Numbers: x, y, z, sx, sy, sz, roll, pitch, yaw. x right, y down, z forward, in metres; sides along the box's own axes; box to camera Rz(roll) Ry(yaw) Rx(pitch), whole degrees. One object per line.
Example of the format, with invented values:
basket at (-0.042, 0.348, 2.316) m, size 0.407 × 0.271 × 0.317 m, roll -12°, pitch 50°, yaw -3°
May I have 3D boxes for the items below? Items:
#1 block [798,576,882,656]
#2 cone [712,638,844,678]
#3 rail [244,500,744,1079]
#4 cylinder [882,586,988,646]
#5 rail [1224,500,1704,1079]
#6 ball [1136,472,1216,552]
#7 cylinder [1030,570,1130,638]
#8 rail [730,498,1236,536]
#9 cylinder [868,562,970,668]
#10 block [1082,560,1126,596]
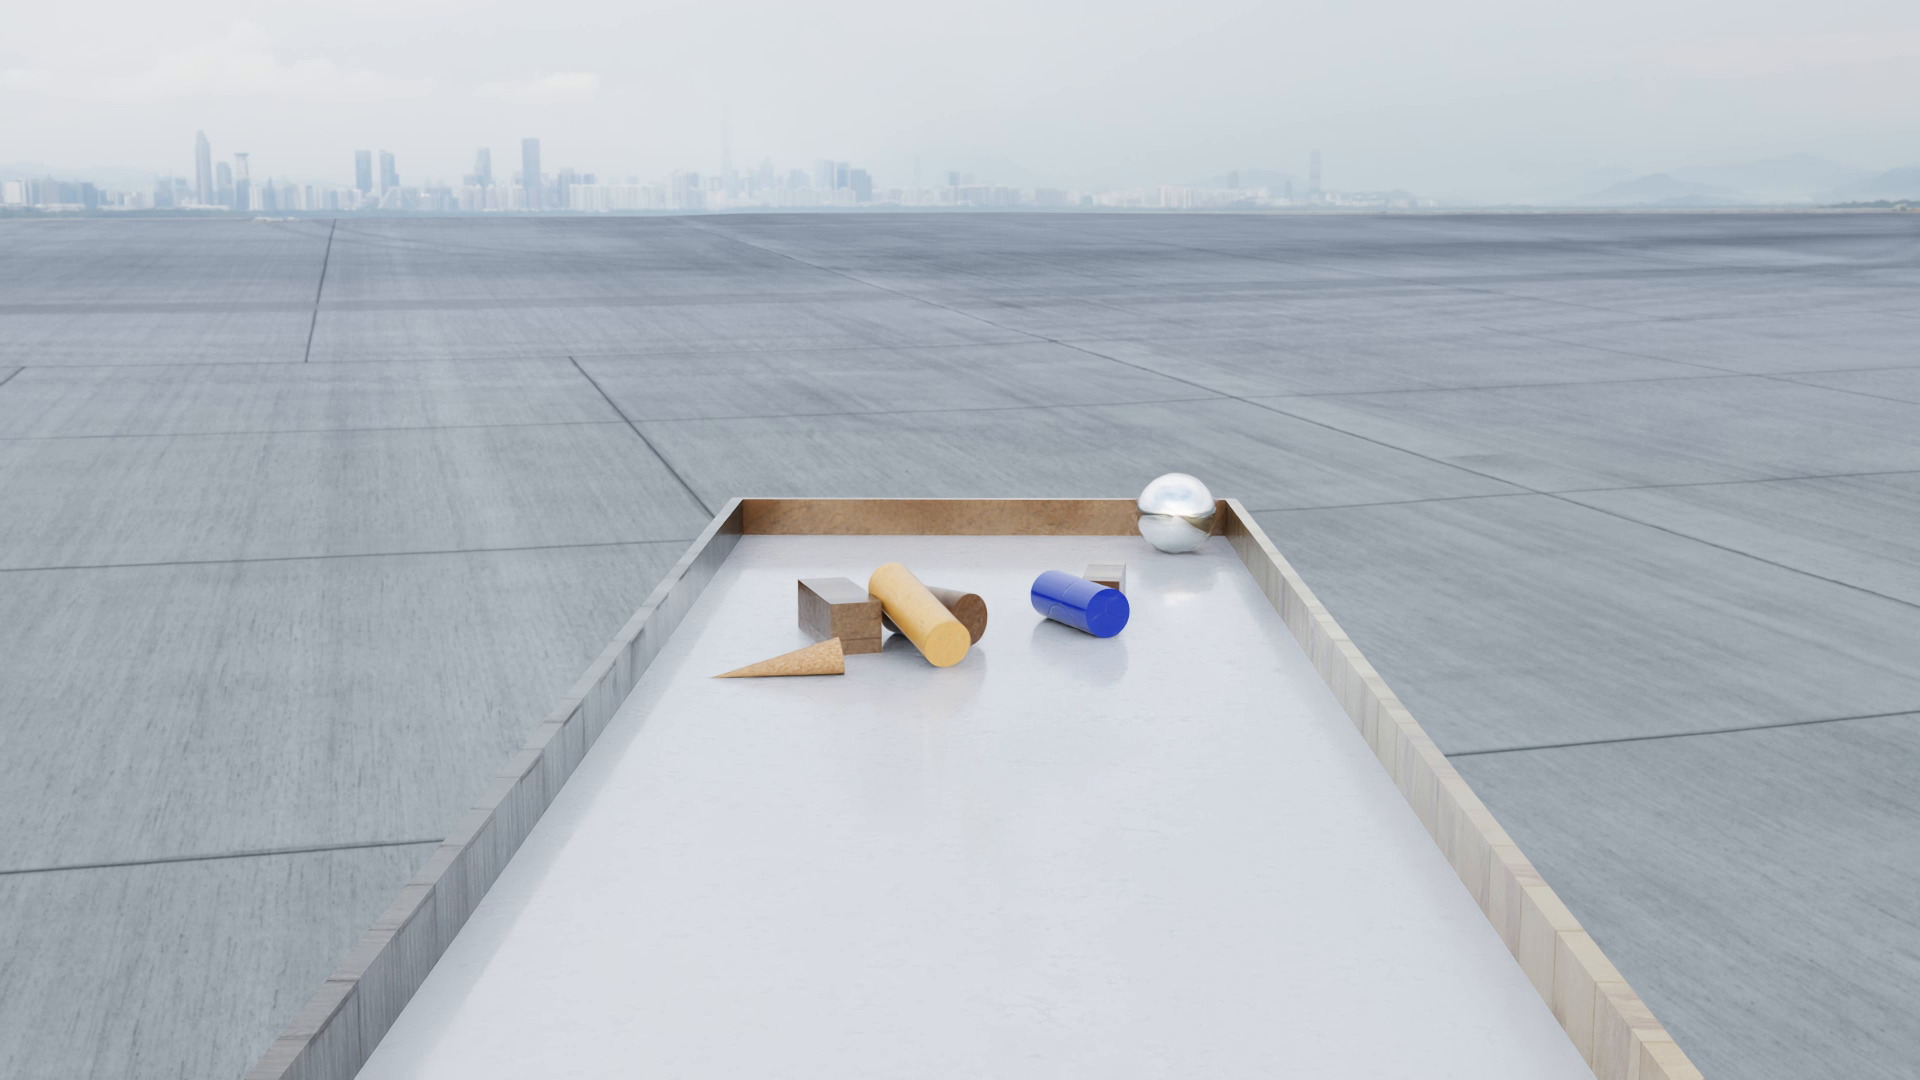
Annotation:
block at (-0.386, 0.239, 6.988) m, size 0.162 × 0.162 × 0.458 m, roll -3°, pitch 9°, yaw -17°
cone at (-0.545, 0.373, 6.478) m, size 0.398 × 0.110 × 0.110 m, roll -9°, pitch 10°, yaw -8°
rail at (-1.004, 0.839, 3.234) m, size 0.050 × 0.150 × 12.000 m, roll 0°, pitch 9°, yaw 1°
cylinder at (-0.086, 0.233, 7.003) m, size 0.319 × 0.168 × 0.168 m, roll 9°, pitch 12°, yaw 43°
rail at (1.046, 0.843, 3.208) m, size 0.050 × 0.150 × 12.000 m, roll 0°, pitch 9°, yaw 1°
ball at (0.853, -0.107, 8.682) m, size 0.314 × 0.314 × 0.314 m, roll 0°, pitch 9°, yaw 0°
cylinder at (0.390, 0.206, 7.194) m, size 0.160 × 0.160 × 0.385 m, roll -4°, pitch 10°, yaw -25°
rail at (0.099, -0.098, 9.147) m, size 2.100 × 0.150 × 0.050 m, roll 0°, pitch 9°, yaw 1°
cylinder at (-0.129, 0.226, 6.762) m, size 0.149 × 0.149 × 0.456 m, roll -4°, pitch 24°, yaw -25°
block at (0.495, 0.167, 7.551) m, size 0.127 × 0.127 × 0.425 m, roll 1°, pitch 9°, yaw 7°
